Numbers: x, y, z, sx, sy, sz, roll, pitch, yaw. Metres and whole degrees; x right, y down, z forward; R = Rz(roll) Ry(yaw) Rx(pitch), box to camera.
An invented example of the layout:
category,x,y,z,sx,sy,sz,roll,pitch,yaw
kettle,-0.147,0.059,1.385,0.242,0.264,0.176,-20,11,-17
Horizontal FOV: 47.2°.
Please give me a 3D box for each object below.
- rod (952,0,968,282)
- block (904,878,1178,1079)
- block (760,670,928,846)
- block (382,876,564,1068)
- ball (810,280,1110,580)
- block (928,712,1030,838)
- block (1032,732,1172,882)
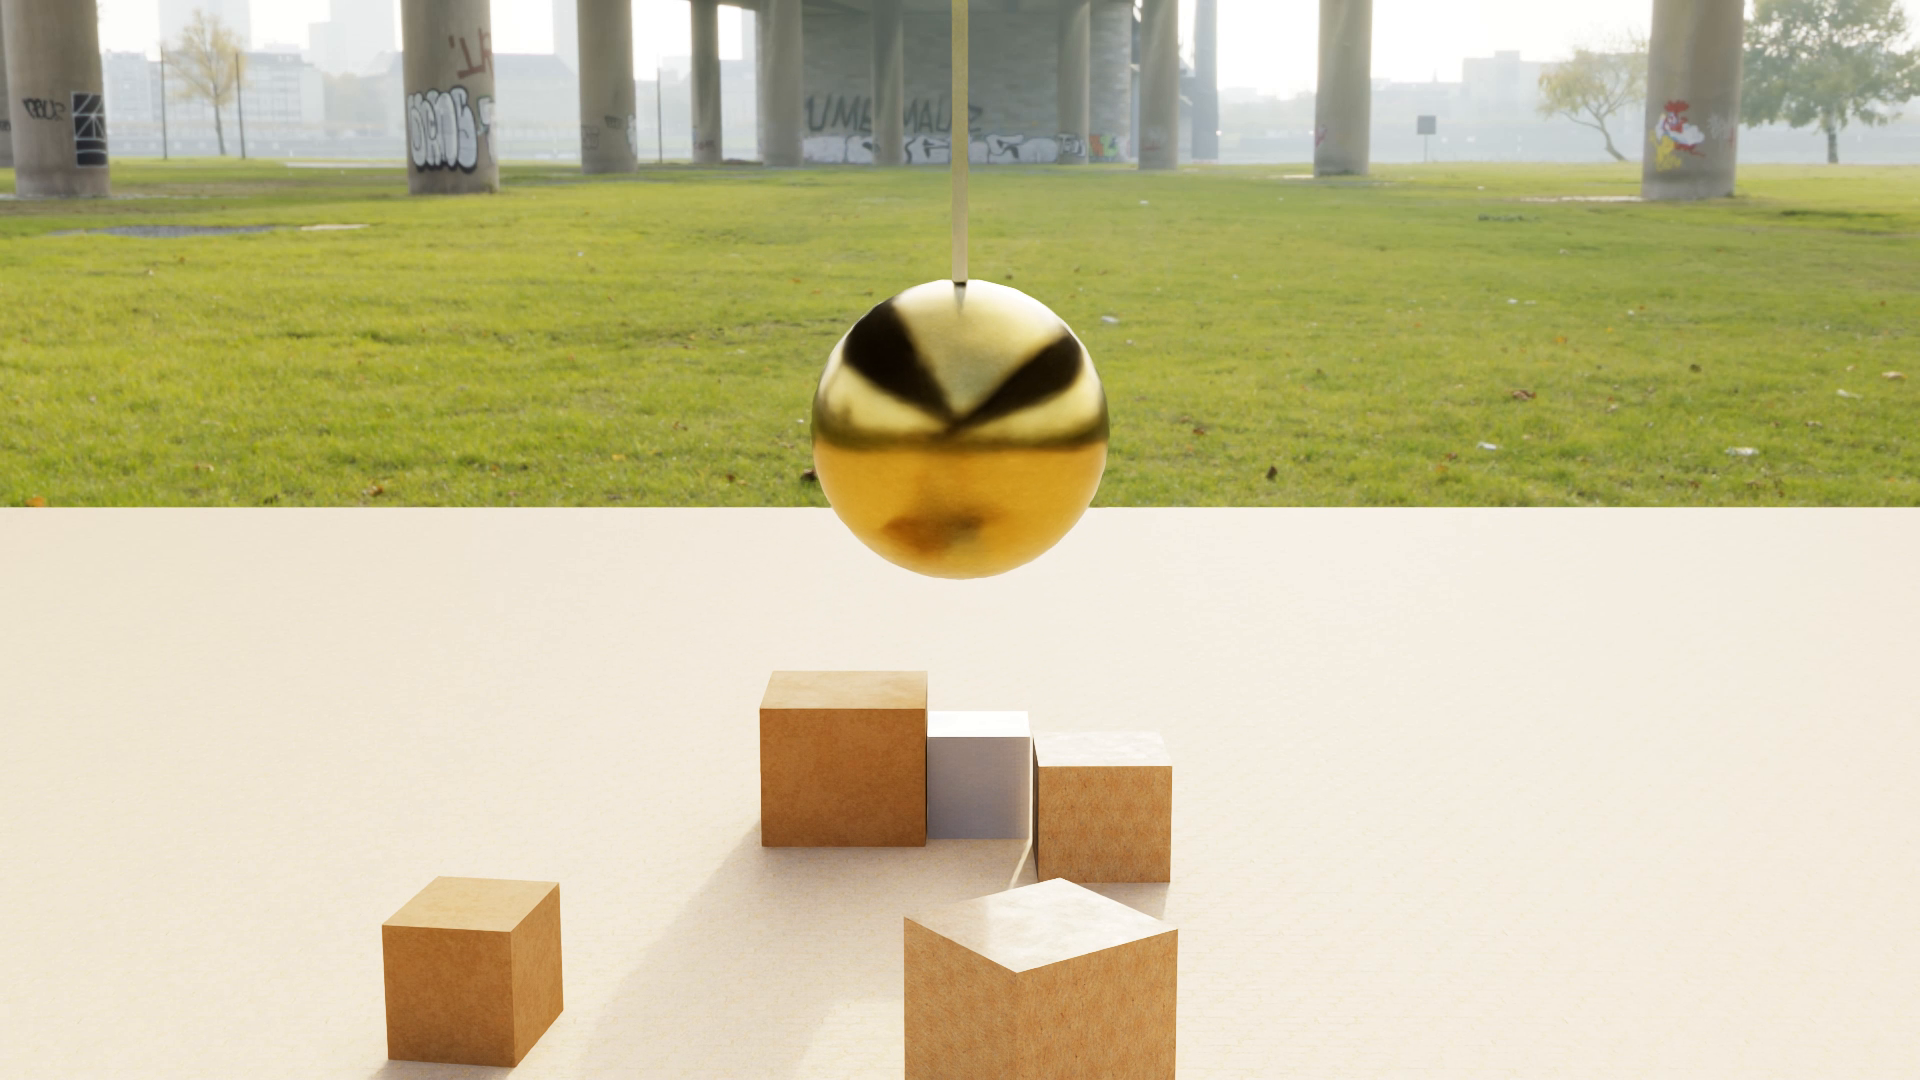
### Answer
category,x,y,z,sx,sy,sz,roll,pitch,yaw
rod,0.000,-3.846,10.769,0.080,5.200,0.080,0,17,0
block,0.295,1.736,8.182,0.742,0.657,0.697,-7,13,-35
block,-0.586,1.121,11.395,0.826,0.718,0.789,0,10,0
block,-1.916,1.697,8.700,0.514,0.548,0.574,2,10,8
ball,0.000,-0.587,11.738,1.600,1.600,1.600,0,10,0
block,0.095,1.212,11.389,0.517,0.540,0.491,0,10,0
block,0.687,1.302,10.782,0.635,0.580,0.608,0,10,-1
